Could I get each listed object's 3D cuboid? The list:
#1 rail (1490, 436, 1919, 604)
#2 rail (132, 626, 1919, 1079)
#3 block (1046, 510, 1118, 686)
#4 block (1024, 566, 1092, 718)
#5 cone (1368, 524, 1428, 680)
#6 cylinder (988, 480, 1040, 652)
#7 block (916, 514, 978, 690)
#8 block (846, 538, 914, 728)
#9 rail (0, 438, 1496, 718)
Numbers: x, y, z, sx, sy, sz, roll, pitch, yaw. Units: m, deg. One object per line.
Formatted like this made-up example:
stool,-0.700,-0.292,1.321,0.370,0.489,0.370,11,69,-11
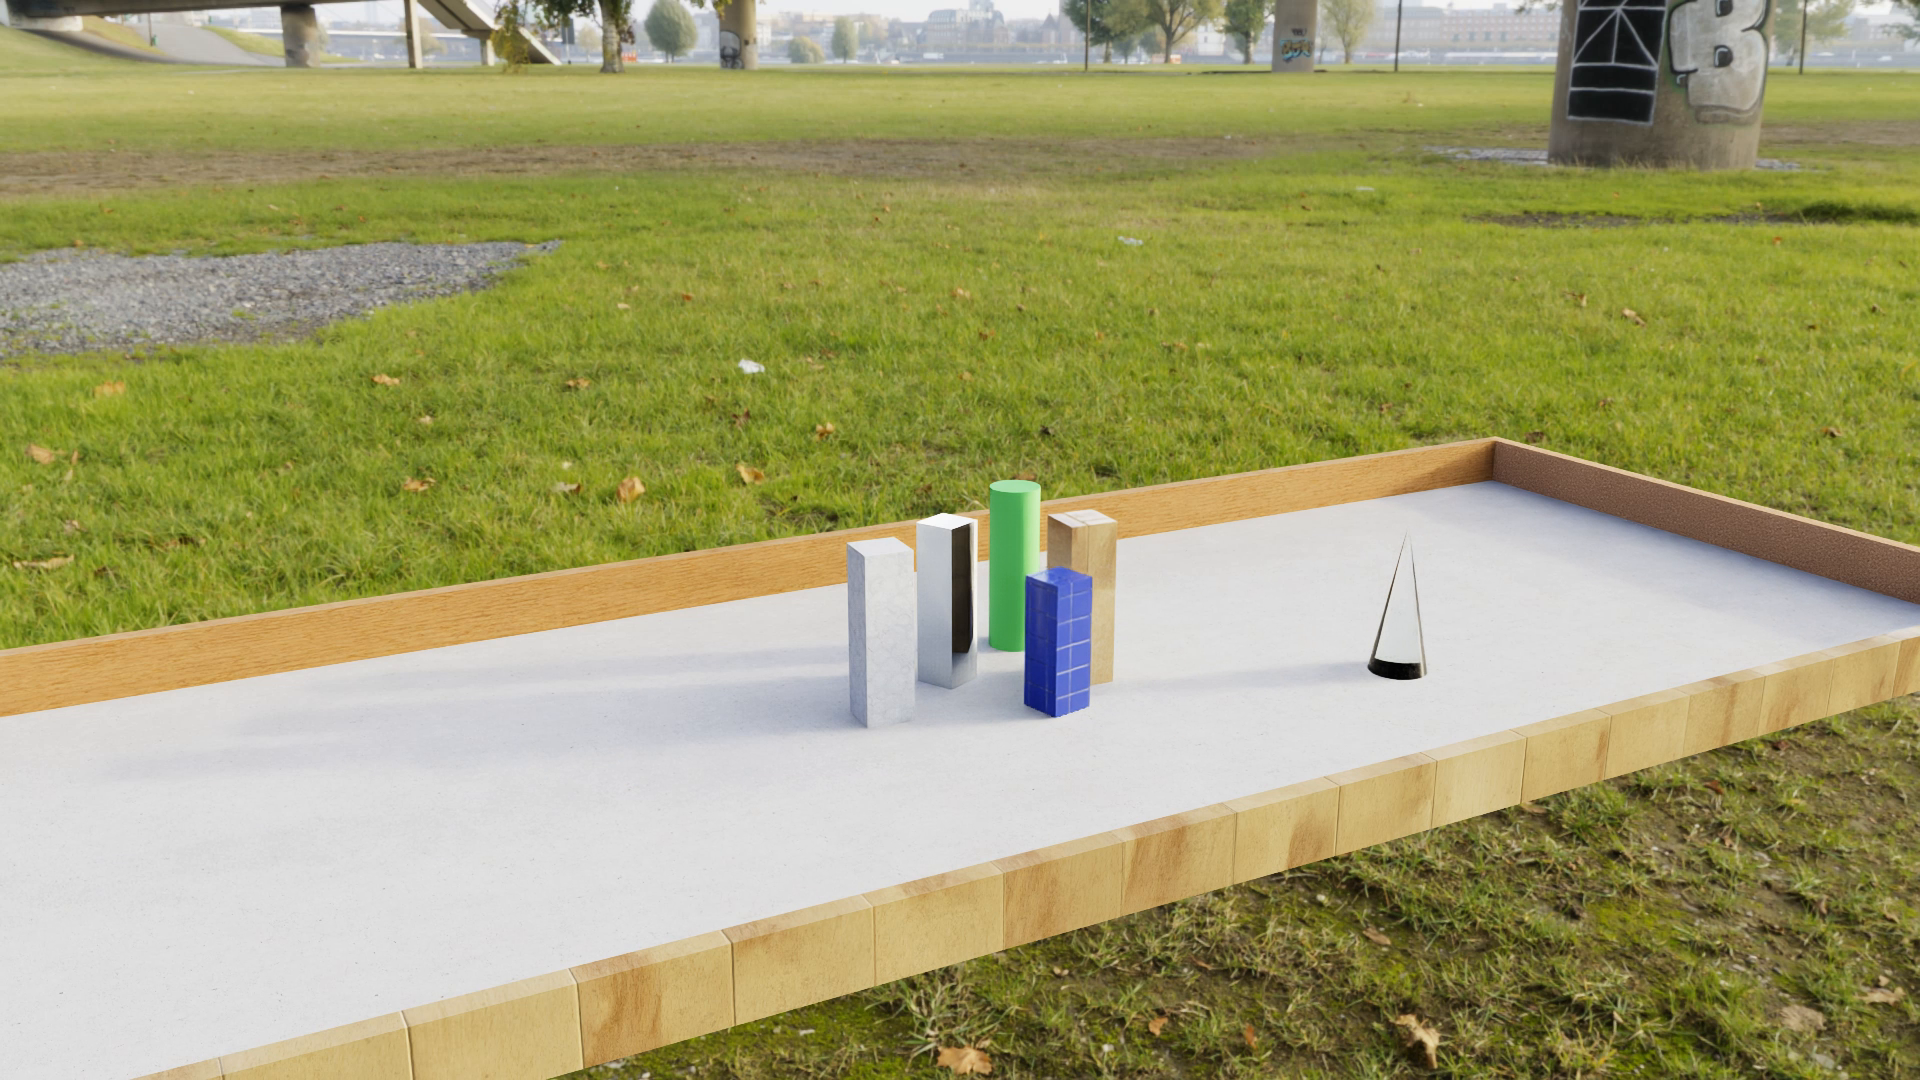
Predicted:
rail,2.466,-0.048,5.253,0.050,0.150,2.100,-9,18,-27
rail,-2.336,1.006,1.665,12.000,0.150,0.050,-9,18,-27
block,0.301,0.147,4.113,0.126,0.418,0.126,-8,18,-24
block,0.234,0.243,3.944,0.112,0.329,0.112,-13,21,-38
cone,1.120,0.145,4.171,0.149,0.389,0.149,0,16,0
cylinder,0.143,0.068,4.354,0.132,0.434,0.132,0,16,0
block,-0.032,0.152,4.102,0.107,0.414,0.107,12,20,35
block,-0.185,0.217,3.870,0.119,0.421,0.119,-7,18,-23
rail,-3.305,0.497,3.399,12.000,0.150,0.050,-9,18,-27
